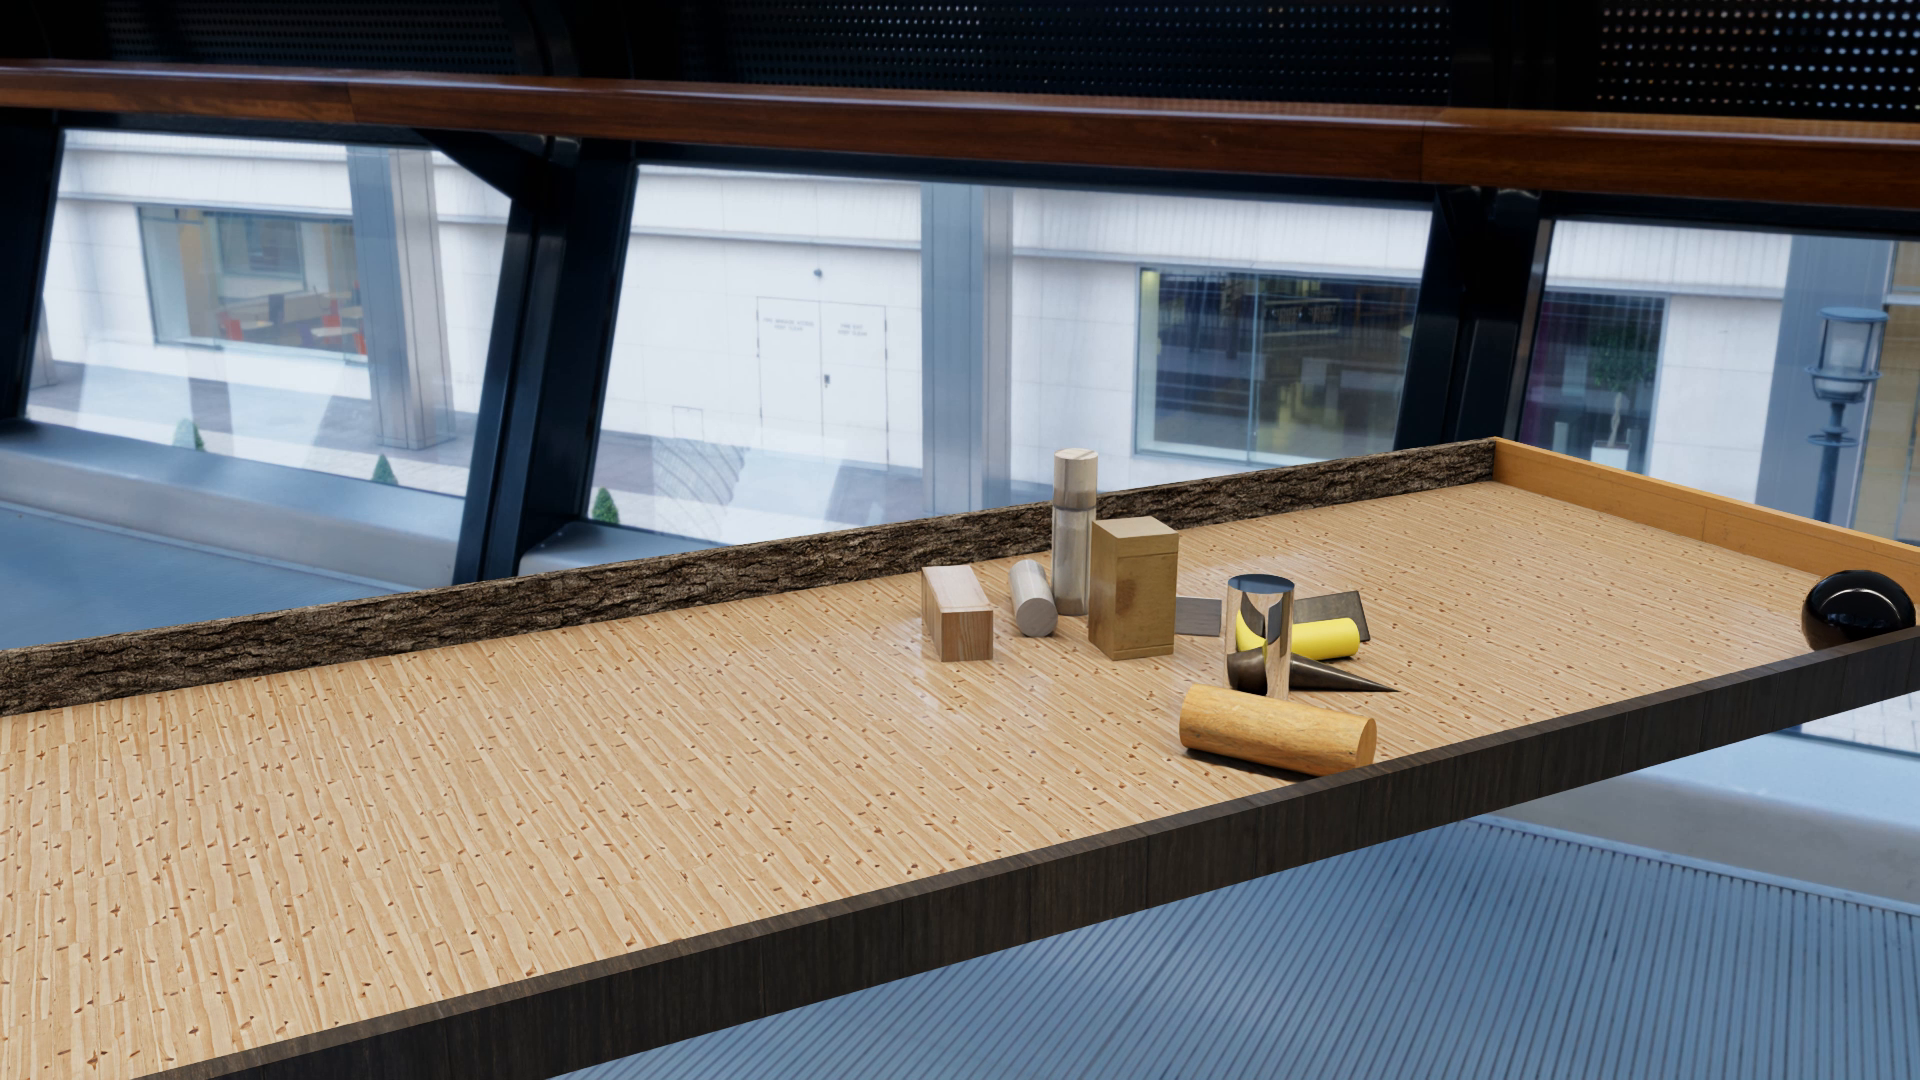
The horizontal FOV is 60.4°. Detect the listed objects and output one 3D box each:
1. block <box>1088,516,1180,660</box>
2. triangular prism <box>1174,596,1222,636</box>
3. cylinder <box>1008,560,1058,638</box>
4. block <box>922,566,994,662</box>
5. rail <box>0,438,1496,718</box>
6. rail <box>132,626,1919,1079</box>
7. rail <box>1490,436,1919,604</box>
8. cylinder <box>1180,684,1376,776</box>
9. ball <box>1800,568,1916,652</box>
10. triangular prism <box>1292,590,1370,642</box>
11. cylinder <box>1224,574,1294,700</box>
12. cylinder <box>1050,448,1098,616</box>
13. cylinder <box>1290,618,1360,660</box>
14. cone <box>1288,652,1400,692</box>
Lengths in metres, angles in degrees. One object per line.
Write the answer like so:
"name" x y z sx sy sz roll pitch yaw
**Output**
"block" 0.454 0.125 4.339 0.171 0.331 0.171 -5 17 -18
"triangular prism" 0.536 0.193 4.531 0.358 0.090 0.104 4 16 12
"cylinder" 0.201 0.160 4.609 0.114 0.114 0.349 -1 16 -2
"block" -0.011 0.194 4.454 0.136 0.136 0.398 -2 17 -8
"rail" -3.305 0.497 3.399 12.000 0.150 0.050 -9 18 -27
"rail" -2.336 1.006 1.665 12.000 0.150 0.050 -9 18 -27
"rail" 2.466 -0.048 5.253 0.050 0.150 2.100 -9 18 -27
"cylinder" 0.699 0.426 3.641 0.402 0.148 0.148 10 19 29
"ball" 2.286 0.204 4.200 0.260 0.260 0.260 0 16 0
"triangular prism" 0.909 0.214 4.402 0.362 0.120 0.138 -7 18 -23
"cylinder" 0.693 0.265 3.843 0.152 0.343 0.152 0 16 0
"cylinder" 0.318 -0.021 4.613 0.122 0.455 0.122 0 18 0
"cylinder" 0.871 0.268 4.265 0.312 0.100 0.100 -6 17 -19
"cone" 0.906 0.339 4.093 0.387 0.122 0.122 11 18 5
